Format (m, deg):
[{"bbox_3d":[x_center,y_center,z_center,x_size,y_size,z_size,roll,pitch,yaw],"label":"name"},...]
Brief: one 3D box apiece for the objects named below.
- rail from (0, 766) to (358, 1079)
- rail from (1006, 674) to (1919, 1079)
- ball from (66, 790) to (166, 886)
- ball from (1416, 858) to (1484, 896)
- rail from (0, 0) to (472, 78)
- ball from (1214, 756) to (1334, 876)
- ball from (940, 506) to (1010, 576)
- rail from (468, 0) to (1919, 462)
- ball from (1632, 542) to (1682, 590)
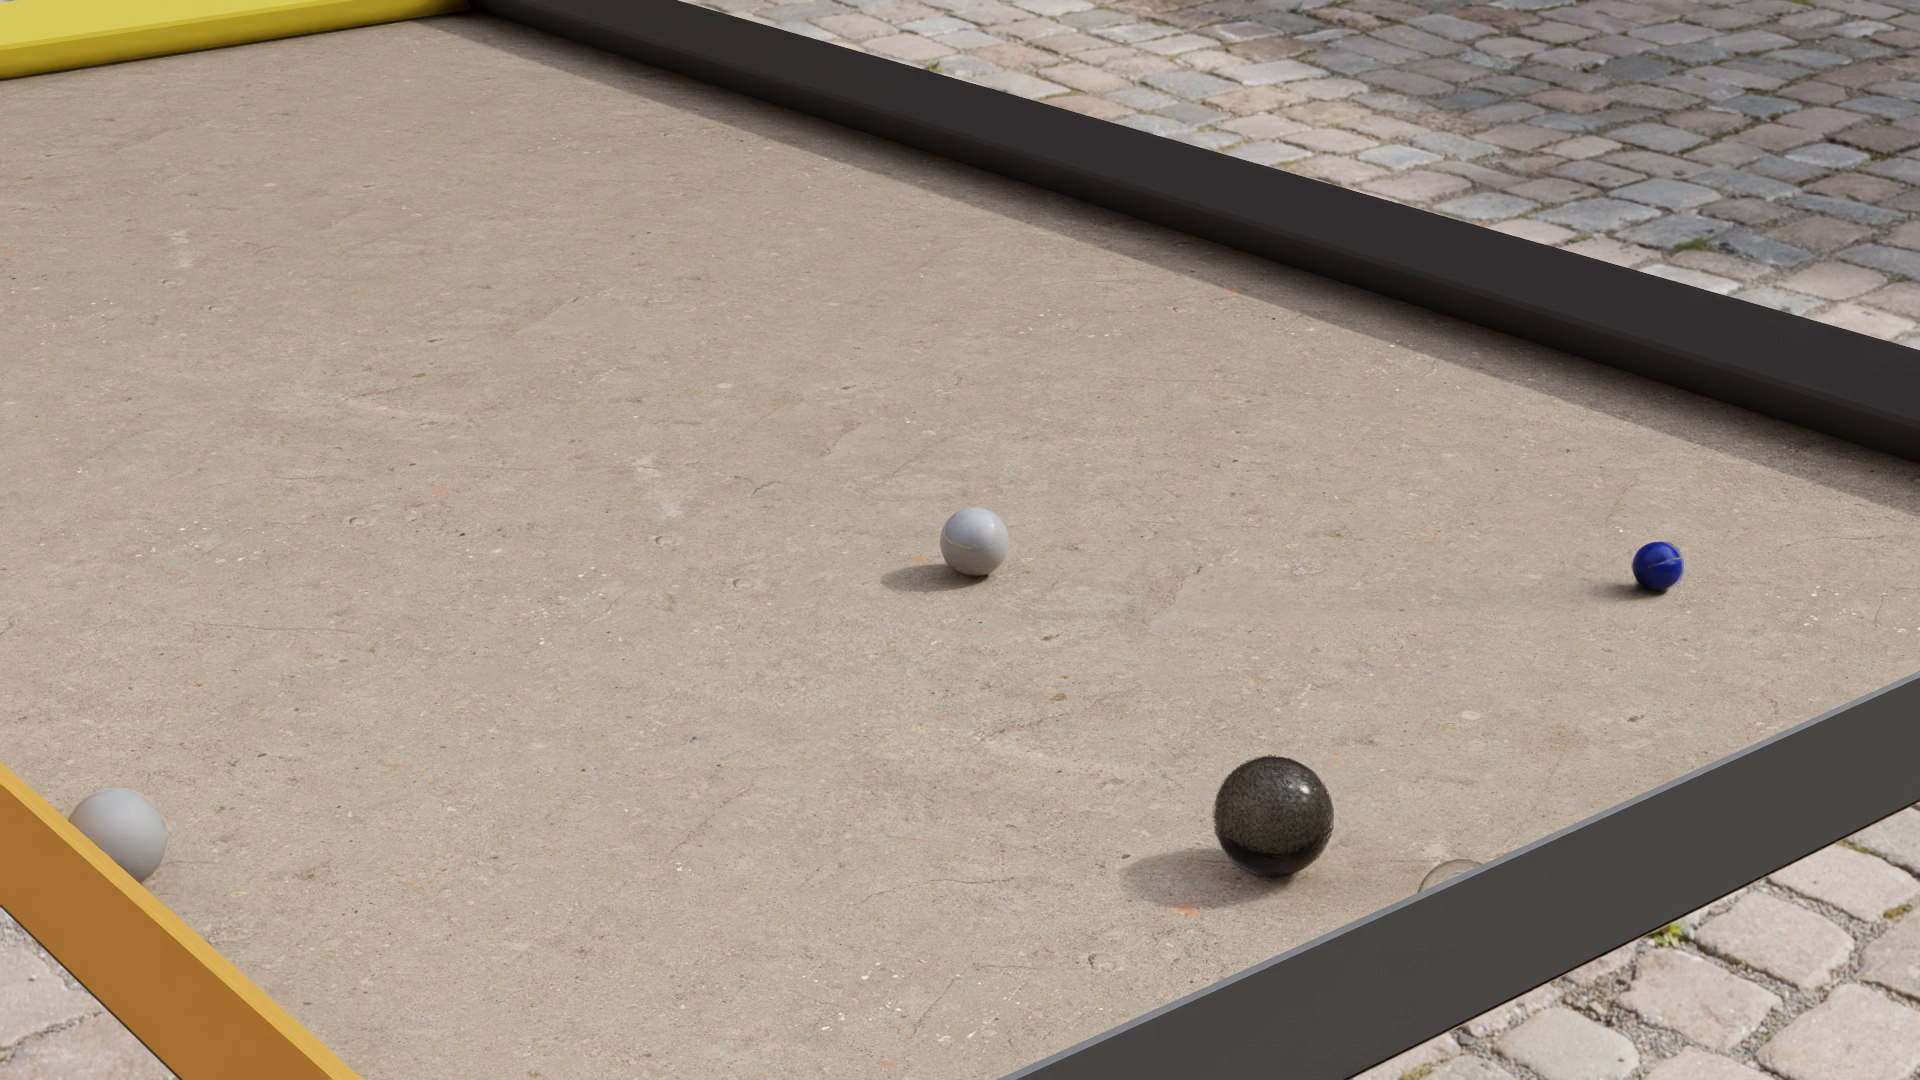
[{"bbox_3d":[-1.142,-0.049,2.559,0.045,0.107,3.084,-17,27,-36],"label":"rail"},{"bbox_3d":[0.470,0.193,1.957,1.739,0.107,0.045,-17,27,-36],"label":"rail"},{"bbox_3d":[-0.571,0.203,1.988,0.068,0.068,0.068,0,22,0],"label":"ball"},{"bbox_3d":[0.326,0.238,1.911,0.060,0.060,0.060,0,22,0],"label":"ball"},{"bbox_3d":[-1.439,-0.687,4.148,1.739,0.107,0.045,-17,27,-36],"label":"rail"},{"bbox_3d":[0.214,0.188,2.005,0.082,0.082,0.082,0,22,0],"label":"ball"},{"bbox_3d":[0.012,0.001,2.500,0.060,0.060,0.060,0,22,0],"label":"ball"},{"bbox_3d":[0.173,-0.445,3.546,0.045,0.107,3.084,-17,27,-36],"label":"rail"},{"bbox_3d":[0.586,0.022,2.473,0.041,0.041,0.041,0,22,0],"label":"ball"}]
